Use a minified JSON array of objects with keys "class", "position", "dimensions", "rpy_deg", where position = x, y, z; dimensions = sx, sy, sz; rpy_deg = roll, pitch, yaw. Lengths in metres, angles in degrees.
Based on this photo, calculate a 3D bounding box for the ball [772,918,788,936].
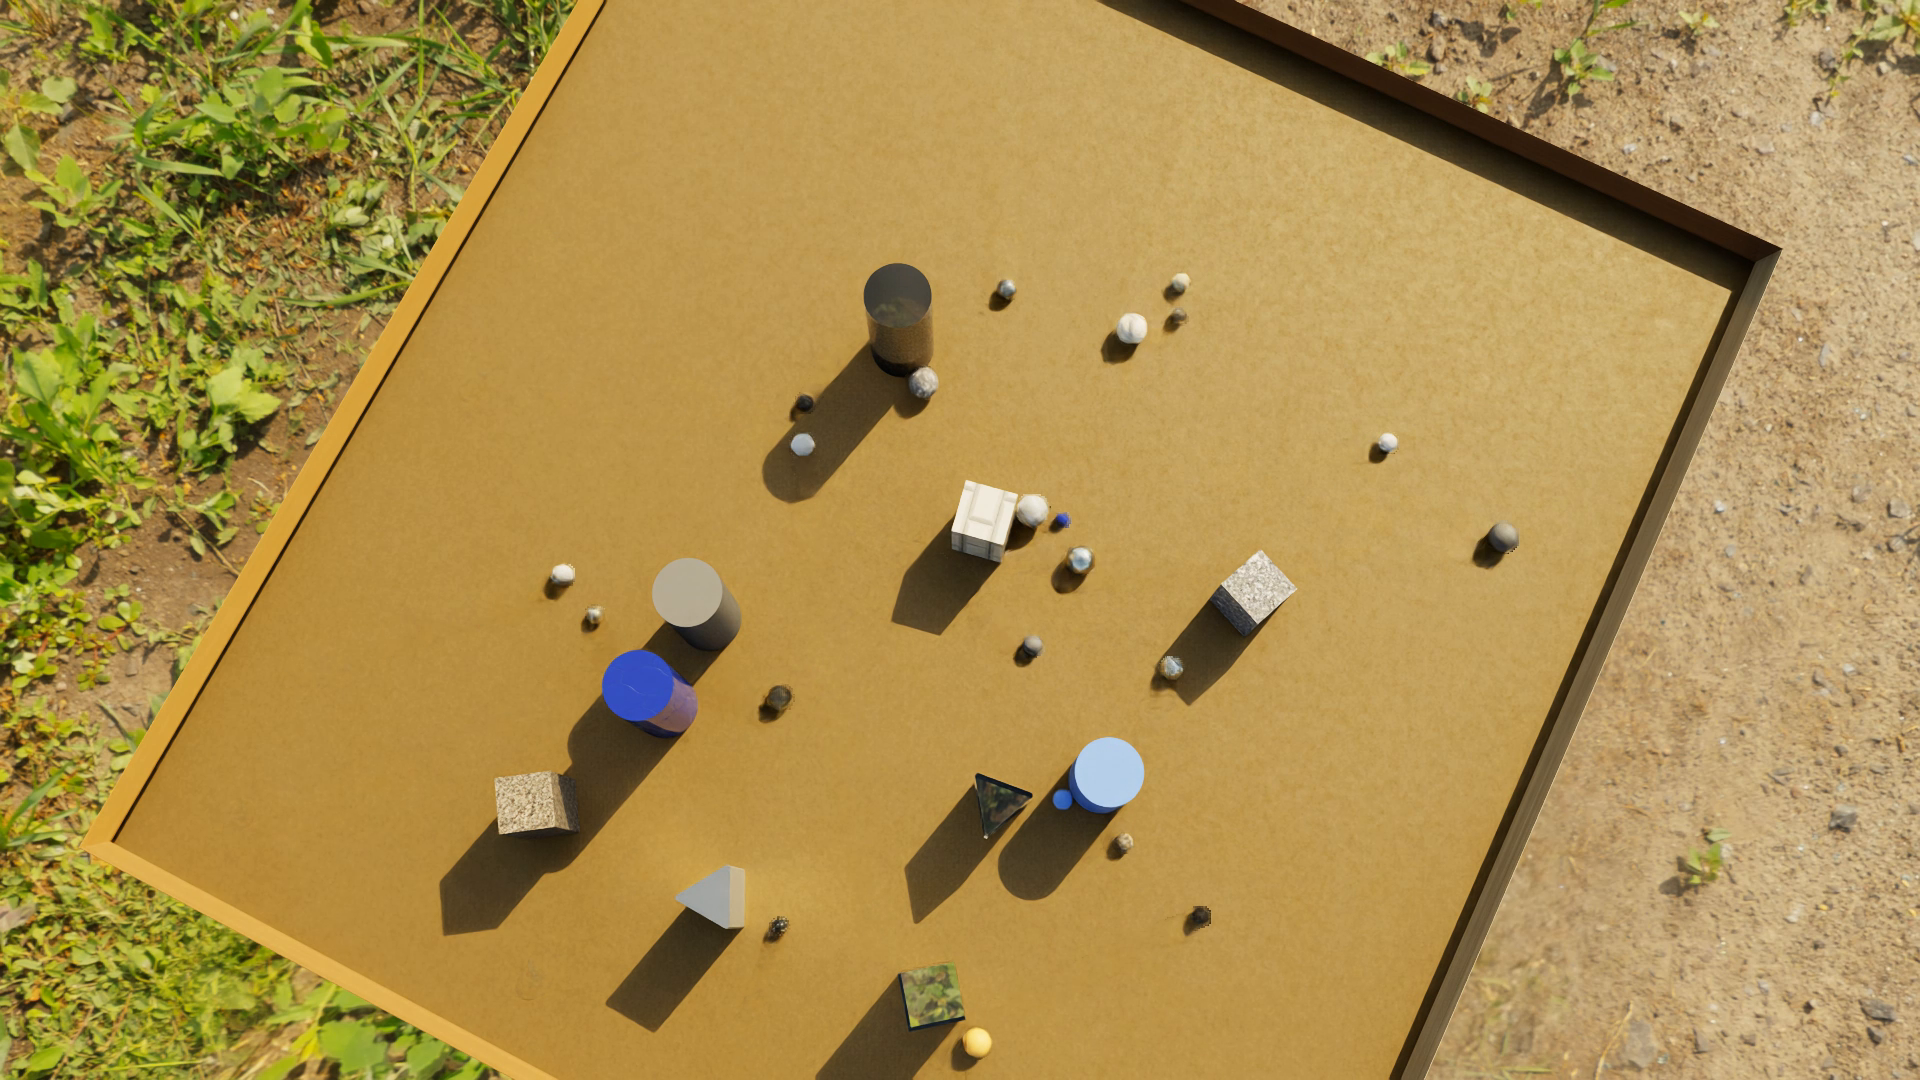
[{"class":"ball","position":[-0.527,1.131,5.358],"dimensions":[0.048,0.048,0.048],"rpy_deg":[0,78,0]}]

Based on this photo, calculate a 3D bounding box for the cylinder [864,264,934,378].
[{"class":"cylinder","position":[-0.179,-0.653,5.502],"dimensions":[0.196,0.488,0.196],"rpy_deg":[0,78,0]}]

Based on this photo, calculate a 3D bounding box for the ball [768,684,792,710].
[{"class":"ball","position":[-0.539,0.470,5.482],"dimensions":[0.073,0.073,0.073],"rpy_deg":[0,78,0]}]

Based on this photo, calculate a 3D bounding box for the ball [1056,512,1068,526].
[{"class":"ball","position":[0.312,-0.063,5.609],"dimensions":[0.040,0.040,0.040],"rpy_deg":[0,78,0]}]

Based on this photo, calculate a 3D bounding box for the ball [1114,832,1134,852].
[{"class":"ball","position":[0.483,0.891,5.404],"dimensions":[0.055,0.055,0.055],"rpy_deg":[0,78,0]}]

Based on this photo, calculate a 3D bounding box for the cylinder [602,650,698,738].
[{"class":"cylinder","position":[-0.886,0.449,5.276],"dimensions":[0.196,0.486,0.196],"rpy_deg":[0,78,0]}]

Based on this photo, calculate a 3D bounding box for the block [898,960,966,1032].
[{"class":"block","position":[-0.077,1.280,5.166],"dimensions":[0.157,0.363,0.157],"rpy_deg":[-11,79,-2]}]

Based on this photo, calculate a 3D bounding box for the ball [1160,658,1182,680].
[{"class":"ball","position":[0.636,0.386,5.503],"dimensions":[0.065,0.065,0.065],"rpy_deg":[0,78,0]}]

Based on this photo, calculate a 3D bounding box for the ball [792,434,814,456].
[{"class":"ball","position":[-0.484,-0.293,5.641],"dimensions":[0.071,0.071,0.071],"rpy_deg":[0,78,0]}]

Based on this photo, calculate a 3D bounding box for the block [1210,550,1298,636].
[{"class":"block","position":[0.870,0.161,5.452],"dimensions":[0.157,0.257,0.157],"rpy_deg":[-41,81,-8]}]

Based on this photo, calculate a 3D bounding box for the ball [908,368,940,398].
[{"class":"ball","position":[-0.112,-0.487,5.669],"dimensions":[0.095,0.095,0.095],"rpy_deg":[0,78,0]}]

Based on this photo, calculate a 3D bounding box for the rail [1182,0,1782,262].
[{"class":"rail","position":[0.866,-1.689,5.900],"dimensions":[3.744,0.127,0.045],"rpy_deg":[26,80,5]}]

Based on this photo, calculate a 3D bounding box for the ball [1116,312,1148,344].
[{"class":"ball","position":[0.535,-0.658,5.703],"dimensions":[0.098,0.098,0.098],"rpy_deg":[0,78,0]}]

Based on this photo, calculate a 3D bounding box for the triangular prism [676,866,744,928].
[{"class":"triangular prism","position":[-0.675,0.998,5.225],"dimensions":[0.170,0.363,0.147],"rpy_deg":[29,80,6]}]

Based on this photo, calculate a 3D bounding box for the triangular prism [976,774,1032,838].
[{"class":"triangular prism","position":[0.093,0.746,5.308],"dimensions":[0.170,0.302,0.147],"rpy_deg":[-39,81,-7]}]

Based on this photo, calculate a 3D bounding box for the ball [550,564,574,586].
[{"class":"ball","position":[-1.207,0.107,5.561],"dimensions":[0.066,0.066,0.066],"rpy_deg":[0,78,0]}]

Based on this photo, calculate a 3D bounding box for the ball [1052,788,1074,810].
[{"class":"ball","position":[0.304,0.766,5.427],"dimensions":[0.061,0.061,0.061],"rpy_deg":[0,78,0]}]

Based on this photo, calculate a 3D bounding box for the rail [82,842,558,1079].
[{"class":"rail","position":[-0.866,1.702,5.198],"dimensions":[3.744,0.127,0.045],"rpy_deg":[26,80,5]}]

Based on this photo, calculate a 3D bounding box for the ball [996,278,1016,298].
[{"class":"ball","position":[0.147,-0.788,5.748],"dimensions":[0.063,0.063,0.063],"rpy_deg":[0,78,0]}]

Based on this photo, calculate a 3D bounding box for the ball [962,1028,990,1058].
[{"class":"ball","position":[0.048,1.446,5.276],"dimensions":[0.082,0.082,0.082],"rpy_deg":[0,78,0]}]

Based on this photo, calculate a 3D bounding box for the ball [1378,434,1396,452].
[{"class":"ball","position":[1.317,-0.300,5.649],"dimensions":[0.058,0.058,0.058],"rpy_deg":[0,78,0]}]

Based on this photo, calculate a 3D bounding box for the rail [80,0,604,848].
[{"class":"rail","position":[-1.653,-0.803,5.717],"dimensions":[0.045,0.127,3.919],"rpy_deg":[26,80,5]}]

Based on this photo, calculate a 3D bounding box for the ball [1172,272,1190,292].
[{"class":"ball","position":[0.694,-0.810,5.756],"dimensions":[0.056,0.056,0.056],"rpy_deg":[0,78,0]}]

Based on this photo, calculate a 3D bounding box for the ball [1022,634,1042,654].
[{"class":"ball","position":[0.219,0.316,5.520],"dimensions":[0.061,0.061,0.061],"rpy_deg":[0,78,0]}]

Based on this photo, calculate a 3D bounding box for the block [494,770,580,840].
[{"class":"block","position":[-1.215,0.767,5.284],"dimensions":[0.157,0.341,0.157],"rpy_deg":[-7,78,-2]}]

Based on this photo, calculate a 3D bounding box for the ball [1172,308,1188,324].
[{"class":"ball","position":[0.686,-0.704,5.737],"dimensions":[0.050,0.050,0.050],"rpy_deg":[0,78,0]}]

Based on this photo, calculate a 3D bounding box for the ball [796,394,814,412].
[{"class":"ball","position":[-0.481,-0.424,5.676],"dimensions":[0.056,0.056,0.056],"rpy_deg":[0,78,0]}]

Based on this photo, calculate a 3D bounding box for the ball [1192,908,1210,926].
[{"class":"ball","position":[0.703,1.101,5.362],"dimensions":[0.052,0.052,0.052],"rpy_deg":[0,78,0]}]

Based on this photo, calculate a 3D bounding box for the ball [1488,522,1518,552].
[{"class":"ball","position":[1.651,-0.010,5.574],"dimensions":[0.088,0.088,0.088],"rpy_deg":[0,78,0]}]

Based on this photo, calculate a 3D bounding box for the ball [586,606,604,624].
[{"class":"ball","position":[-1.105,0.226,5.544],"dimensions":[0.051,0.051,0.051],"rpy_deg":[0,78,0]}]

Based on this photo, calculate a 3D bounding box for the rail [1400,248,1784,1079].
[{"class":"rail","position":[1.653,0.816,5.382],"dimensions":[0.045,0.127,3.919],"rpy_deg":[26,80,5]}]

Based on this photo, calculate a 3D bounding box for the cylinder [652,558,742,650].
[{"class":"cylinder","position":[-0.761,0.193,5.341],"dimensions":[0.196,0.462,0.196],"rpy_deg":[0,78,0]}]

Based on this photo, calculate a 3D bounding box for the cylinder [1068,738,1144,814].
[{"class":"cylinder","position":[0.421,0.686,5.317],"dimensions":[0.196,0.310,0.196],"rpy_deg":[0,78,0]}]

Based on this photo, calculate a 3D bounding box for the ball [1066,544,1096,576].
[{"class":"ball","position":[0.365,0.061,5.557],"dimensions":[0.092,0.092,0.092],"rpy_deg":[0,78,0]}]

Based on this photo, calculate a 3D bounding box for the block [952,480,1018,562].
[{"class":"block","position":[0.072,-0.053,5.487],"dimensions":[0.157,0.274,0.157],"rpy_deg":[16,79,3]}]

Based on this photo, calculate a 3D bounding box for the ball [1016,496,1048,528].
[{"class":"ball","position":[0.219,-0.088,5.574],"dimensions":[0.098,0.098,0.098],"rpy_deg":[0,78,0]}]
